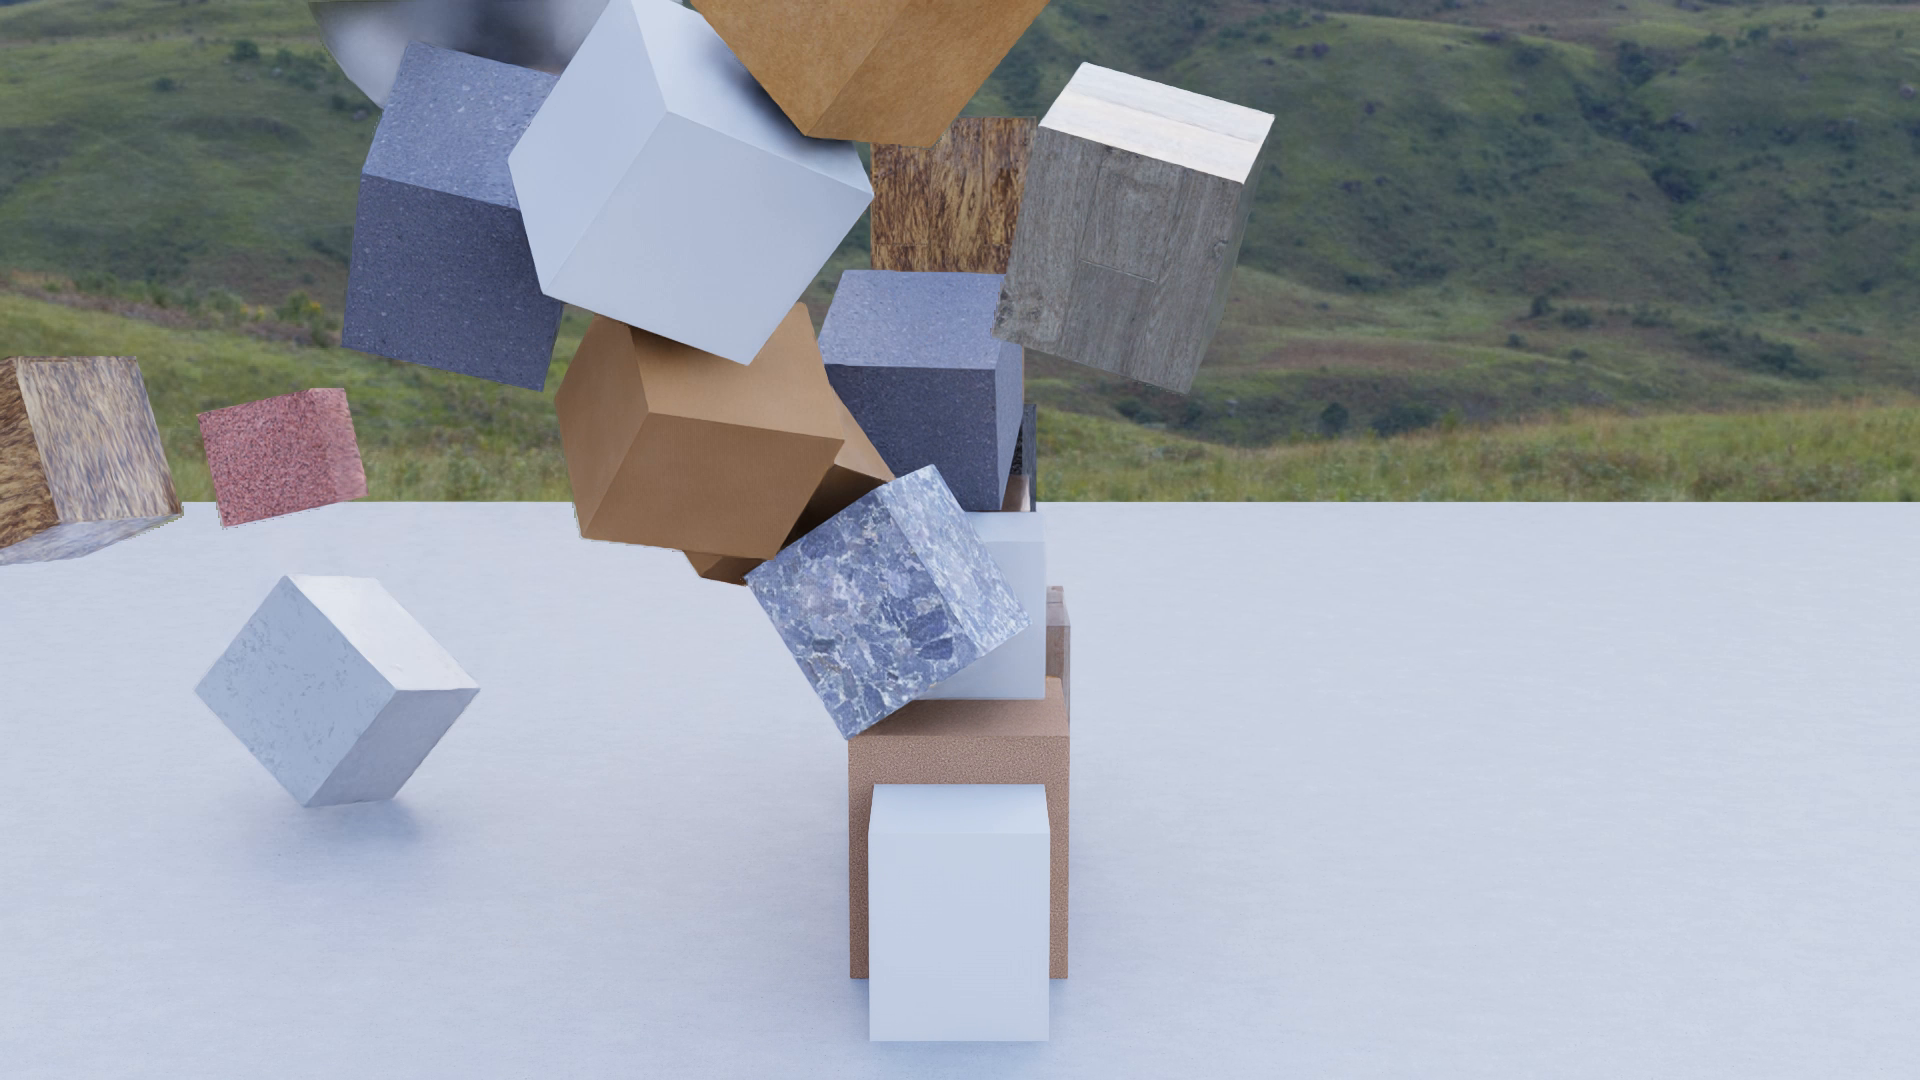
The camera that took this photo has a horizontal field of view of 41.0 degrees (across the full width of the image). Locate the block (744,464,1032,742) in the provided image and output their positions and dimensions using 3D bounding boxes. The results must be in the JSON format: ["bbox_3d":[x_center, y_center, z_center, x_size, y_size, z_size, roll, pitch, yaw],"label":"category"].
[{"bbox_3d":[-0.271,0.234,10.013,0.661,0.747,0.647,-33,-2,22],"label":"block"}]

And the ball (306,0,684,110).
[{"bbox_3d":[-1.942,-2.443,10.736,1.600,1.600,1.600,0,10,0],"label":"ball"}]

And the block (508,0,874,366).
[{"bbox_3d":[-0.917,-1.220,8.623,0.809,0.790,0.737,18,35,-35],"label":"block"}]

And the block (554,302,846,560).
[{"bbox_3d":[-0.942,-0.432,9.152,0.738,0.658,0.673,7,46,-29],"label":"block"}]

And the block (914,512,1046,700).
[{"bbox_3d":[-0.020,0.265,10.773,0.747,0.657,0.703,0,10,1],"label":"block"}]

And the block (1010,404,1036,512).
[{"bbox_3d":[-0.043,-0.161,12.223,0.750,0.894,0.796,1,10,6],"label":"block"}]

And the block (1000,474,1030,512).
[{"bbox_3d":[-0.007,0.112,11.468,0.628,0.661,0.641,0,17,1],"label":"block"}]

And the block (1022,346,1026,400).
[{"bbox_3d":[-0.040,-0.929,12.219,0.643,0.619,0.643,1,10,7],"label":"block"}]

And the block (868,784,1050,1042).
[{"bbox_3d":[-0.003,1.394,9.682,0.659,0.793,0.652,0,10,0],"label":"block"}]

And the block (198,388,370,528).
[{"bbox_3d":[-3.469,-0.433,13.196,0.593,0.582,0.643,-12,4,2],"label":"block"}]

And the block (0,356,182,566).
[{"bbox_3d":[-3.536,-0.306,9.937,0.567,0.660,0.653,-20,-5,25],"label":"block"}]

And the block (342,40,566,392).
[{"bbox_3d":[-1.801,-1.204,9.557,0.754,0.825,0.827,12,44,-8],"label":"block"}]

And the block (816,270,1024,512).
[{"bbox_3d":[-0.174,-0.667,11.316,0.793,0.705,0.884,2,33,8],"label":"block"}]

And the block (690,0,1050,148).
[{"bbox_3d":[-0.280,-1.789,8.426,0.645,0.703,0.753,51,27,18],"label":"block"}]

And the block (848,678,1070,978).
[{"bbox_3d":[-0.004,1.154,10.469,0.857,0.984,0.966,0,10,0],"label":"block"}]

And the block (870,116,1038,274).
[{"bbox_3d":[-0.018,-1.618,12.148,0.718,0.762,0.721,1,10,6],"label":"block"}]

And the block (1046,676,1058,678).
[{"bbox_3d":[-0.010,1.083,11.381,0.907,0.797,0.831,0,10,0],"label":"block"}]

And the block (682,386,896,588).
[{"bbox_3d":[-0.846,-0.348,10.363,0.709,0.793,0.690,-39,-17,12],"label":"block"}]

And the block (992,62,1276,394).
[{"bbox_3d":[0.539,-0.970,7.922,0.626,0.710,0.599,17,32,8],"label":"block"}]

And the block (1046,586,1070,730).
[{"bbox_3d":[0.007,0.812,12.236,0.995,1.025,0.928,0,10,0],"label":"block"}]

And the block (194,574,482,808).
[{"bbox_3d":[-2.960,0.714,12.248,0.807,0.733,0.780,43,11,15],"label":"block"}]
